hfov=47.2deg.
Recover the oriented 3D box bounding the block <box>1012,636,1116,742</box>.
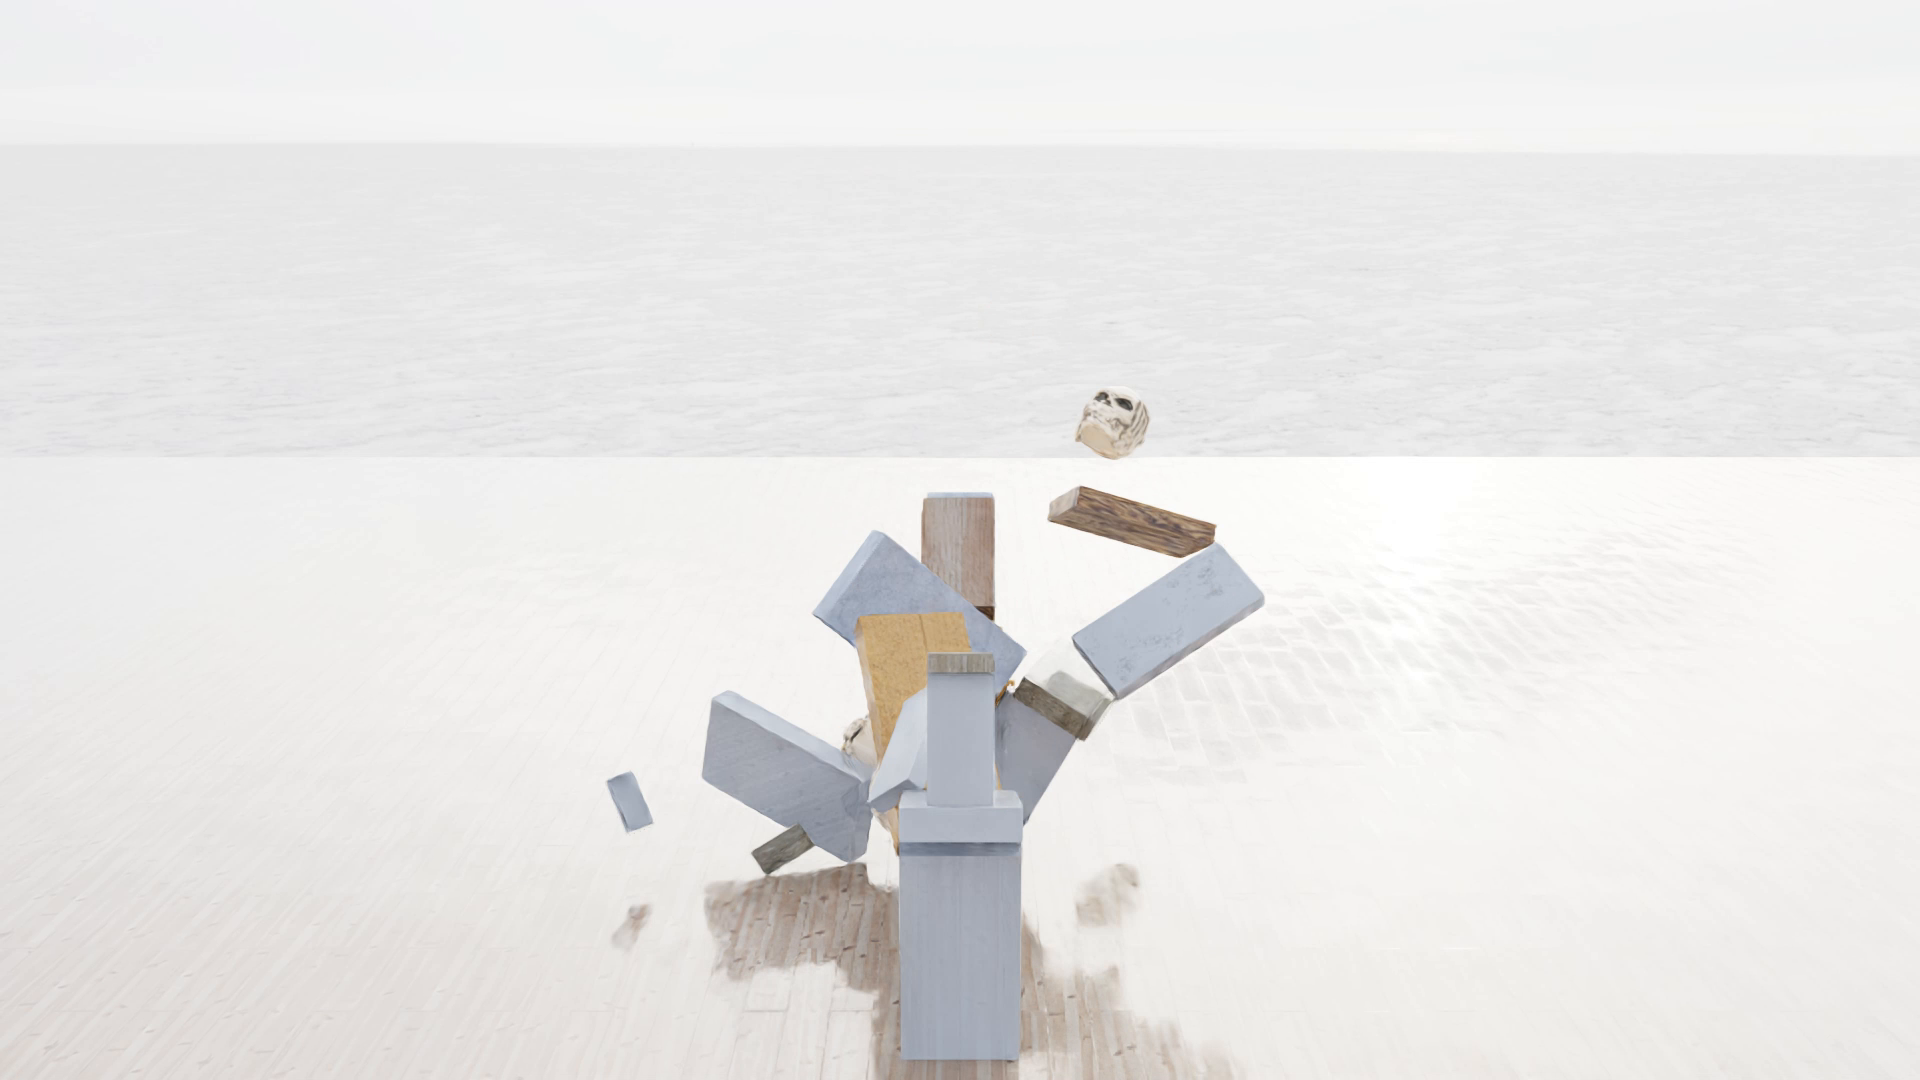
[{"bbox_3d":[0.194,0.256,3.823,0.144,0.041,0.289,32,18,7],"label":"block"}]

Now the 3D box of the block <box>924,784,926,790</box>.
[{"bbox_3d":[-0.028,0.374,3.333,0.103,0.029,0.205,3,54,-13],"label":"block"}]

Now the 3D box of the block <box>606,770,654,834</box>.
[{"bbox_3d":[-0.571,0.452,3.800,0.050,0.099,0.014,-19,-8,-38],"label":"block"}]

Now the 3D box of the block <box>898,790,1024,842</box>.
[{"bbox_3d":[0.000,0.377,3.010,0.162,0.046,0.324,0,-3,0],"label":"block"}]

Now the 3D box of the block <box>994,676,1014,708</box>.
[{"bbox_3d":[0.010,0.381,3.960,0.144,0.289,0.041,6,9,0],"label":"block"}]

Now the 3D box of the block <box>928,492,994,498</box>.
[{"bbox_3d":[0.001,0.018,4.174,0.128,0.036,0.256,0,51,0],"label":"block"}]

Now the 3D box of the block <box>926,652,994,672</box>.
[{"bbox_3d":[0.000,0.163,2.924,0.087,0.025,0.174,0,-3,0],"label":"block"}]

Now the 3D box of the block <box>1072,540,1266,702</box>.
[{"bbox_3d":[0.366,0.141,3.857,0.318,0.039,0.138,-32,61,-11],"label":"block"}]

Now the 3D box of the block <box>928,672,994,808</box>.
[{"bbox_3d":[0.001,0.260,2.866,0.087,0.174,0.025,0,0,0],"label":"block"}]

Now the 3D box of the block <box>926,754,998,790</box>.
[{"bbox_3d":[0.002,0.376,3.250,0.103,0.029,0.205,2,34,-3],"label":"block"}]

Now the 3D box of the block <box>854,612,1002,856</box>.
[{"bbox_3d":[-0.047,0.296,3.436,0.172,0.049,0.402,-1,55,-17],"label":"block"}]

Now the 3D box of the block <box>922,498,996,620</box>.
[{"bbox_3d":[-0.003,0.033,4.100,0.138,0.039,0.275,0,47,0],"label":"block"}]

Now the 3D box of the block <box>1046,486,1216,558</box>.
[{"bbox_3d":[0.314,-0.031,4.029,0.275,0.039,0.138,16,-16,-17],"label":"block"}]

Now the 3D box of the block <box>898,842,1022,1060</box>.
[{"bbox_3d":[0.000,0.554,2.970,0.162,0.324,0.046,0,23,0],"label":"block"}]

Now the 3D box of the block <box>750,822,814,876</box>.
[{"bbox_3d":[-0.302,0.527,3.746,0.099,0.049,0.014,-33,3,15],"label":"block"}]

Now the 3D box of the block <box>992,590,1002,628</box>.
[{"bbox_3d":[-0.004,0.149,4.133,0.163,0.046,0.326,0,11,0],"label":"block"}]

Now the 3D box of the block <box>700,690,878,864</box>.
[{"bbox_3d":[-0.302,0.415,3.874,0.344,0.172,0.049,25,30,27],"label":"block"}]

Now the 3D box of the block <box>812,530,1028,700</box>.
[{"bbox_3d":[-0.062,0.154,3.632,0.344,0.172,0.049,40,-10,-26],"label":"block"}]

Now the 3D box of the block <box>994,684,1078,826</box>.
[{"bbox_3d":[0.074,0.407,3.767,0.144,0.289,0.041,30,13,-1],"label":"block"}]

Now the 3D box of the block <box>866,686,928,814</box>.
[{"bbox_3d":[-0.069,0.303,3.274,0.103,0.029,0.205,-35,24,42],"label":"block"}]
